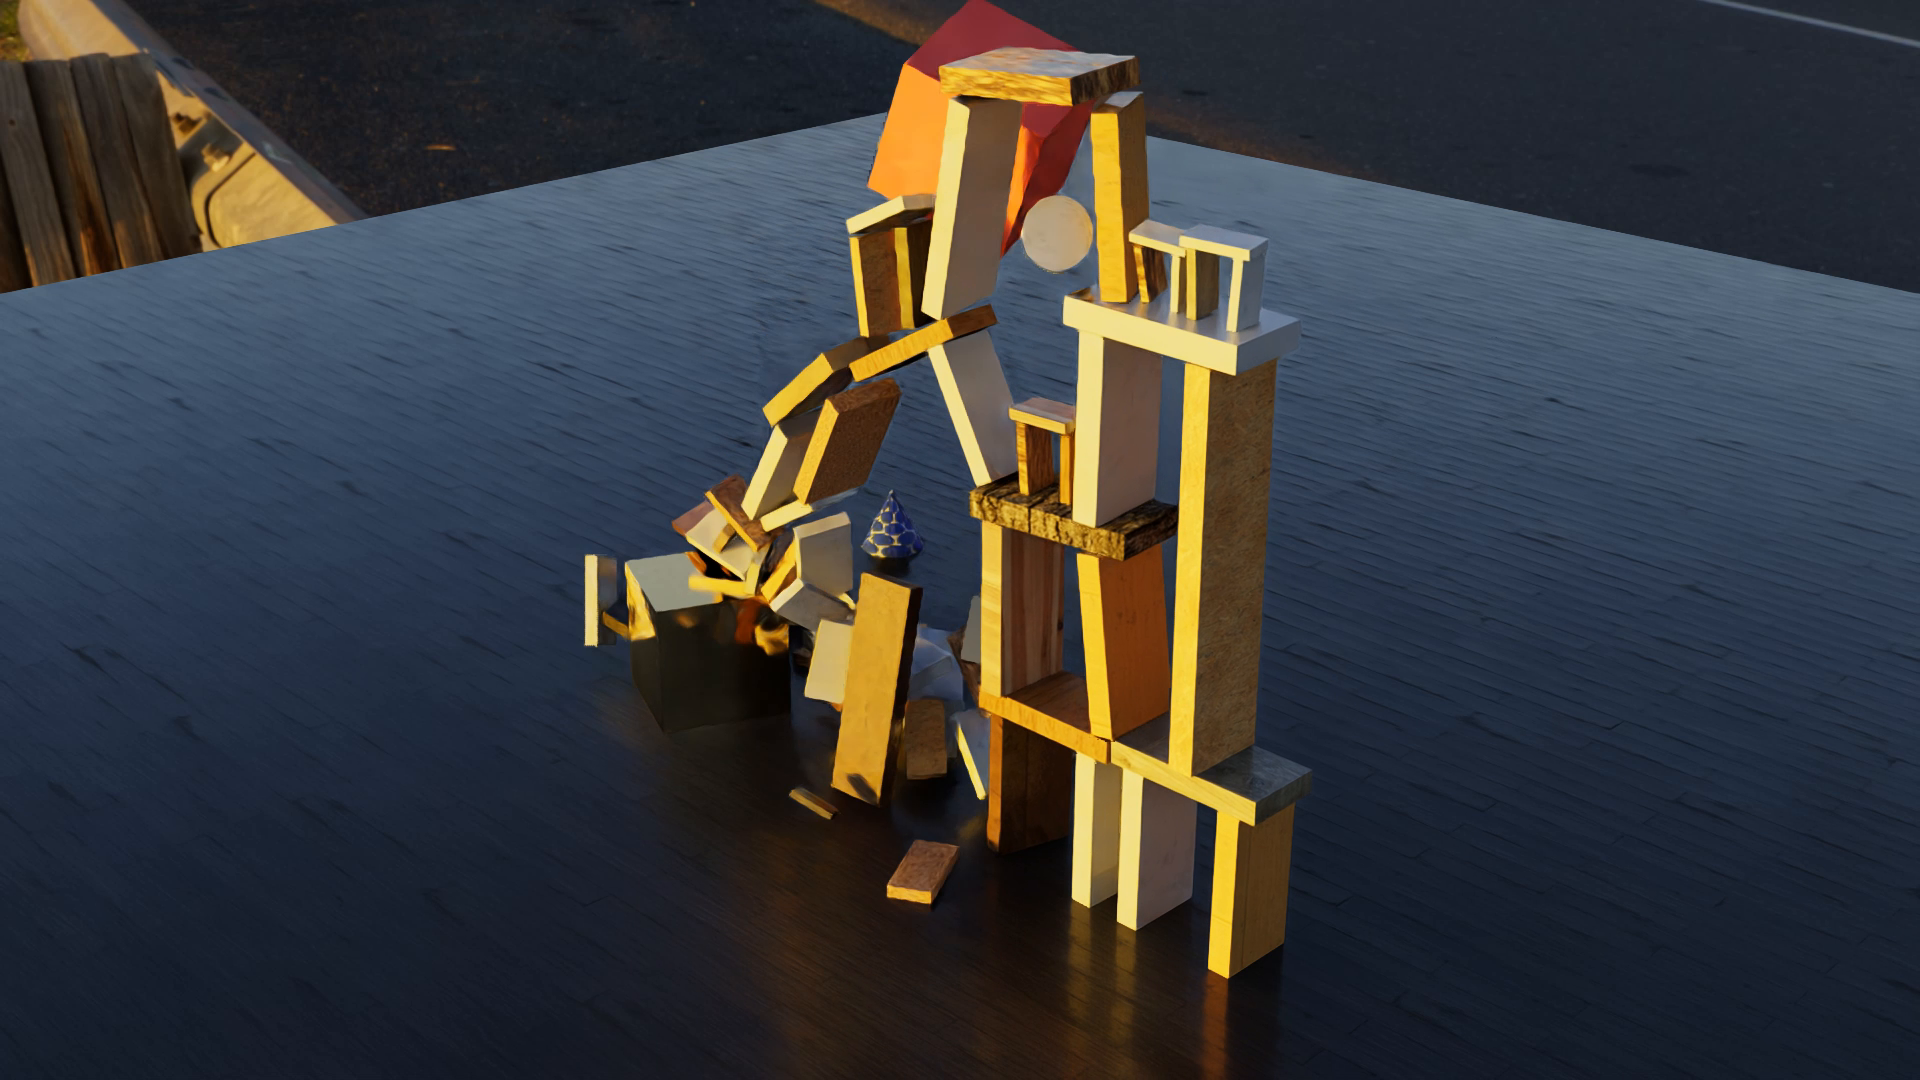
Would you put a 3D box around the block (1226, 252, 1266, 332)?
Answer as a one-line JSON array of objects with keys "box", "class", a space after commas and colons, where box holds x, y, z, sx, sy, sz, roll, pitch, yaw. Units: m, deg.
[{"box": [0.462, -0.403, 3.542, 0.018, 0.127, 0.063, 26, 38, 35], "class": "block"}]

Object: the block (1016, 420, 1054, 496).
[{"box": [0.137, -0.159, 3.989, 0.020, 0.141, 0.071, 19, 33, 40], "class": "block"}]

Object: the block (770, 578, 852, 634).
[{"box": [-0.306, 0.140, 4.538, 0.023, 0.083, 0.220, 53, 9, 27], "class": "block"}]

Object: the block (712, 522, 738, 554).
[{"box": [-0.493, -0.024, 4.764, 0.081, 0.023, 0.163, -48, 2, -18], "class": "block"}]

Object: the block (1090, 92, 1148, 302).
[{"box": [0.271, -0.575, 3.682, 0.045, 0.318, 0.159, 4, 25, 20], "class": "block"}]

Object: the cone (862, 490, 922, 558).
[{"box": [-0.176, -0.059, 5.695, 0.160, 0.160, 0.160, 0, 23, 0], "class": "cone"}]

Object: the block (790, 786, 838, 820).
[{"box": [-0.294, 0.529, 4.429, 0.096, 0.014, 0.048, 30, 11, 8], "class": "block"}]

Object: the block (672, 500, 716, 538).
[{"box": [-0.578, -0.034, 5.005, 0.096, 0.027, 0.192, -33, 26, -17], "class": "block"}]

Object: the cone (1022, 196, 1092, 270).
[{"box": [0.144, -0.518, 3.709, 0.125, 0.125, 0.125, -7, 10, -16], "class": "cone"}]

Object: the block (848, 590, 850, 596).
[{"box": [-0.250, 0.138, 4.762, 0.018, 0.065, 0.130, -2, 3, -1], "class": "block"}]

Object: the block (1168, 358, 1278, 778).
[{"box": [0.447, 0.039, 3.759, 0.051, 0.748, 0.179, 21, 31, 41], "class": "block"}]

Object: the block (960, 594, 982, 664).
[{"box": [0.101, 0.187, 4.419, 0.131, 0.131, 0.131, 14, 7, 28], "class": "block"}]

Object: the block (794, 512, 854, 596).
[{"box": [-0.282, 0.040, 4.569, 0.113, 0.226, 0.032, -17, 55, -14], "class": "block"}]

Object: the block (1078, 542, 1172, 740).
[{"box": [0.300, 0.168, 3.971, 0.049, 0.346, 0.173, 12, 24, 43], "class": "block"}]

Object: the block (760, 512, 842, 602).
[{"box": [-0.327, 0.036, 4.665, 0.113, 0.251, 0.032, -22, 70, -39], "class": "block"}]

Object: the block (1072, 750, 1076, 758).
[{"box": [0.211, 0.428, 4.727, 0.071, 0.020, 0.141, -5, 23, -11], "class": "block"}]

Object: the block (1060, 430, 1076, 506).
[{"box": [0.206, -0.141, 3.935, 0.020, 0.141, 0.071, 19, 38, 29], "class": "block"}]

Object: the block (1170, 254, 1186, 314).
[{"box": [0.371, -0.433, 3.620, 0.015, 0.109, 0.054, 29, 46, 34], "class": "block"}]

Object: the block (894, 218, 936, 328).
[{"box": [-0.078, -0.490, 4.046, 0.027, 0.187, 0.094, 5, 19, 30], "class": "block"}]

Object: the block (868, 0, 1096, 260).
[{"box": [0.052, -0.781, 4.152, 0.293, 0.293, 0.293, 30, 47, 8], "class": "block"}]

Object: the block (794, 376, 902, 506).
[{"box": [-0.223, -0.192, 4.315, 0.148, 0.297, 0.042, -21, 64, -31], "class": "block"}]

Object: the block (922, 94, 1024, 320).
[{"box": [0.023, -0.605, 3.907, 0.045, 0.421, 0.159, 31, 42, 27], "class": "block"}]

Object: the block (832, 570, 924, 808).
[{"box": [-0.169, 0.302, 4.462, 0.133, 0.462, 0.038, 19, 16, 38], "class": "block"}]

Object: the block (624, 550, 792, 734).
[{"box": [-0.561, 0.213, 4.888, 0.290, 0.290, 0.290, -9, 24, -19], "class": "block"}]

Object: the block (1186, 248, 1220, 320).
[{"box": [0.397, -0.429, 3.594, 0.018, 0.127, 0.063, 23, 39, 37], "class": "block"}]

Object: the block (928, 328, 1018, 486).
[{"box": [0.041, -0.245, 4.056, 0.038, 0.266, 0.133, -16, 5, 43], "class": "block"}]

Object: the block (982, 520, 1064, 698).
[{"box": [0.119, 0.106, 4.120, 0.049, 0.346, 0.173, 20, 30, 41], "class": "block"}]

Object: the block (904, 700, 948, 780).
[{"box": [-0.072, 0.414, 4.573, 0.083, 0.023, 0.166, -4, 63, 1], "class": "block"}]

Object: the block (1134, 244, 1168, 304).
[{"box": [0.318, -0.455, 3.662, 0.015, 0.109, 0.054, 23, 51, 36], "class": "block"}]

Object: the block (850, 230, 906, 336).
[{"box": [-0.152, -0.485, 4.157, 0.094, 0.187, 0.027, -16, 17, -35], "class": "block"}]

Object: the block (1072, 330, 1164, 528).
[{"box": [0.277, -0.217, 3.839, 0.051, 0.357, 0.179, 21, 32, 35], "class": "block"}]

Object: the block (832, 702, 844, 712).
[{"box": [-0.200, 0.286, 4.623, 0.089, 0.025, 0.178, -38, 9, 35], "class": "block"}]

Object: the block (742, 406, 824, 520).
[{"box": [-0.342, -0.159, 4.511, 0.148, 0.297, 0.042, -23, 68, -32], "class": "block"}]

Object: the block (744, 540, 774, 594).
[{"box": [-0.427, 0.048, 4.684, 0.023, 0.163, 0.081, 24, 65, 0], "class": "block"}]
